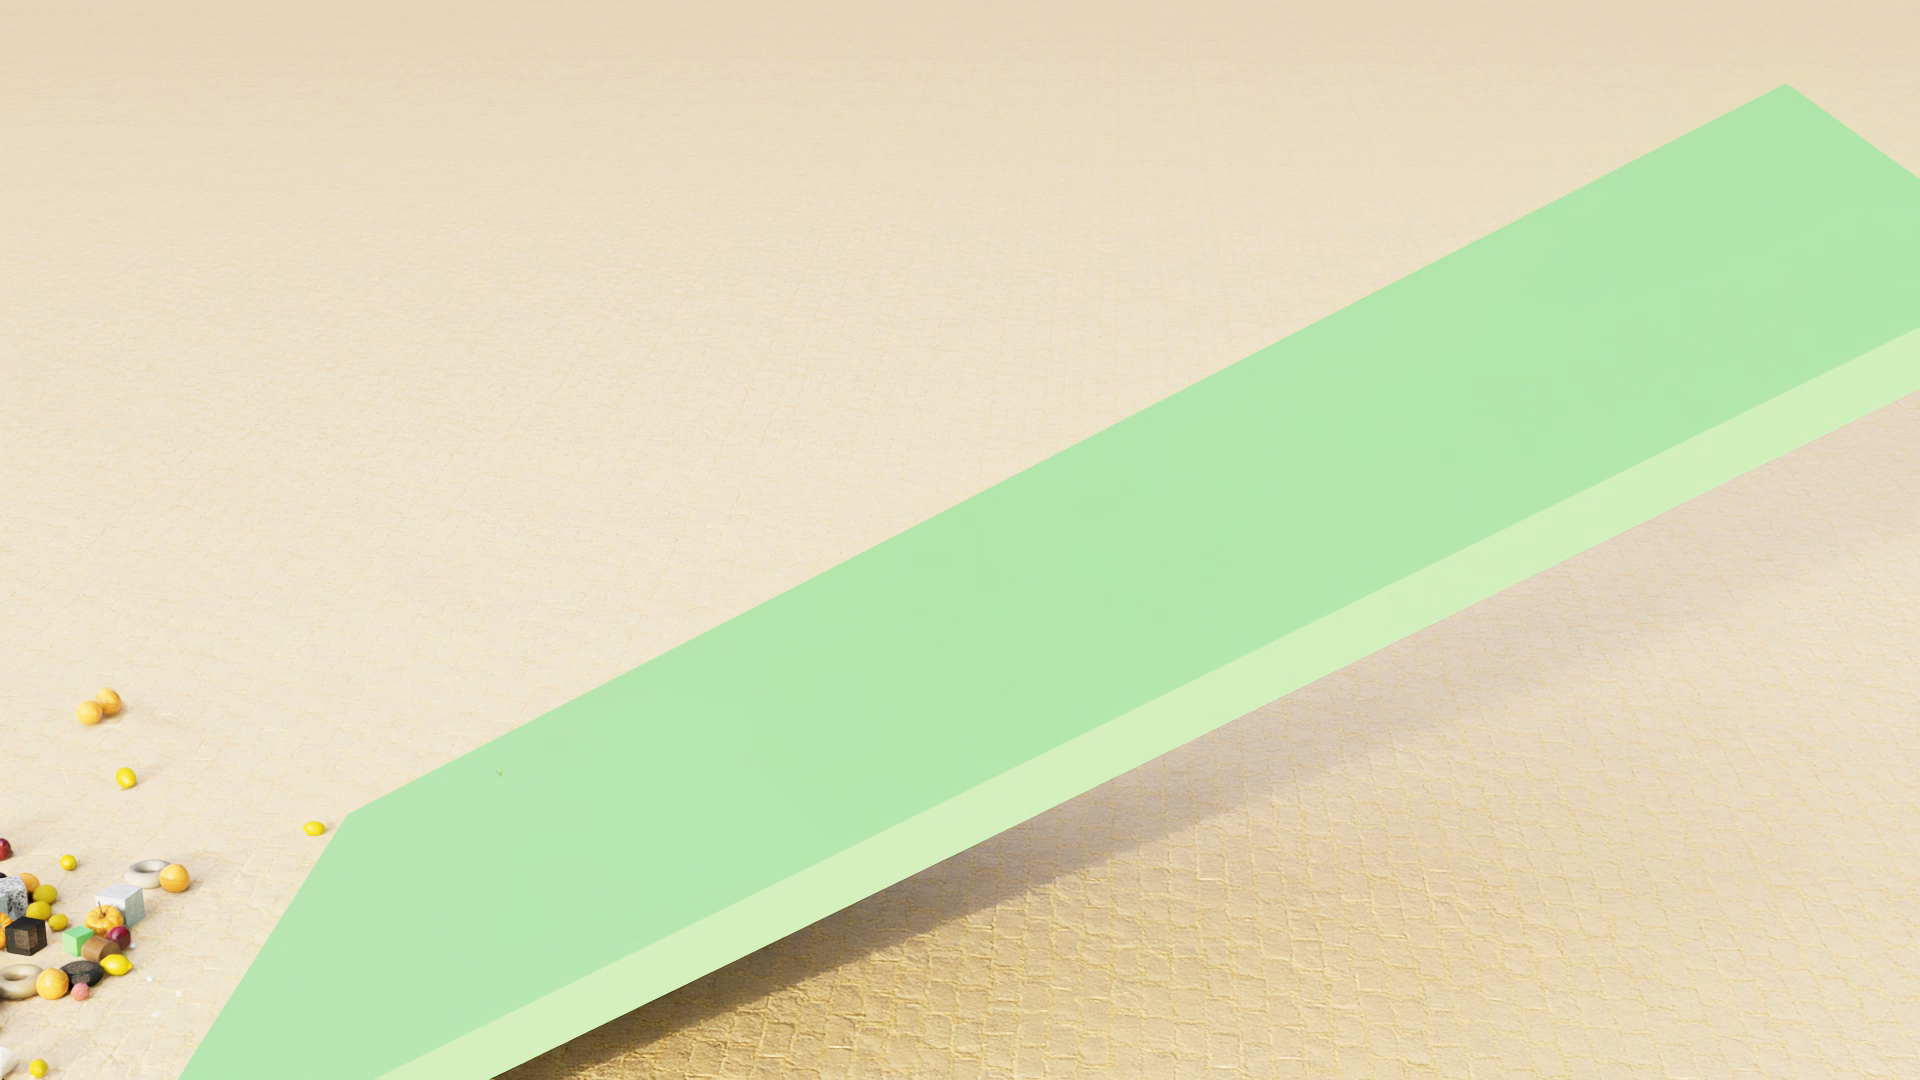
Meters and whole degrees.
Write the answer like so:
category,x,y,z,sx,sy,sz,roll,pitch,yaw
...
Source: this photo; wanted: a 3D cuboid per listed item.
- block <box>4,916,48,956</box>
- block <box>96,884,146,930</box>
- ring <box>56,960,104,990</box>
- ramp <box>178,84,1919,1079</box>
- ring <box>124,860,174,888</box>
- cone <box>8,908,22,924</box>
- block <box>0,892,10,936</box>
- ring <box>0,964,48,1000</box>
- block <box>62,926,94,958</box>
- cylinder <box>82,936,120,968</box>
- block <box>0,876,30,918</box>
category,x,y,z,sx,sy,sz,roll,pitch,yaw
block,-2.232,0.947,7.029,0.066,0.066,0.066,6,19,19
block,-2.048,0.894,7.173,0.080,0.080,0.080,5,18,16
ring,-2.055,1.015,6.866,0.109,0.036,0.109,0,18,0
ramp,0.141,0.167,6.282,4.000,0.100,2.000,-27,14,11
ring,-2.041,0.841,7.406,0.122,0.041,0.122,-1,19,0
cone,-2.313,0.929,7.156,0.052,0.052,0.052,-30,22,-4
block,-2.371,0.907,7.105,0.096,0.096,0.096,10,20,29
ring,-2.185,1.025,6.824,0.130,0.043,0.130,0,19,0
block,-2.103,0.958,7.020,0.051,0.051,0.051,13,22,35
cylinder,-2.030,0.973,6.955,0.062,0.062,0.062,13,22,34
block,-2.335,0.882,7.205,0.083,0.083,0.083,-9,20,-26
